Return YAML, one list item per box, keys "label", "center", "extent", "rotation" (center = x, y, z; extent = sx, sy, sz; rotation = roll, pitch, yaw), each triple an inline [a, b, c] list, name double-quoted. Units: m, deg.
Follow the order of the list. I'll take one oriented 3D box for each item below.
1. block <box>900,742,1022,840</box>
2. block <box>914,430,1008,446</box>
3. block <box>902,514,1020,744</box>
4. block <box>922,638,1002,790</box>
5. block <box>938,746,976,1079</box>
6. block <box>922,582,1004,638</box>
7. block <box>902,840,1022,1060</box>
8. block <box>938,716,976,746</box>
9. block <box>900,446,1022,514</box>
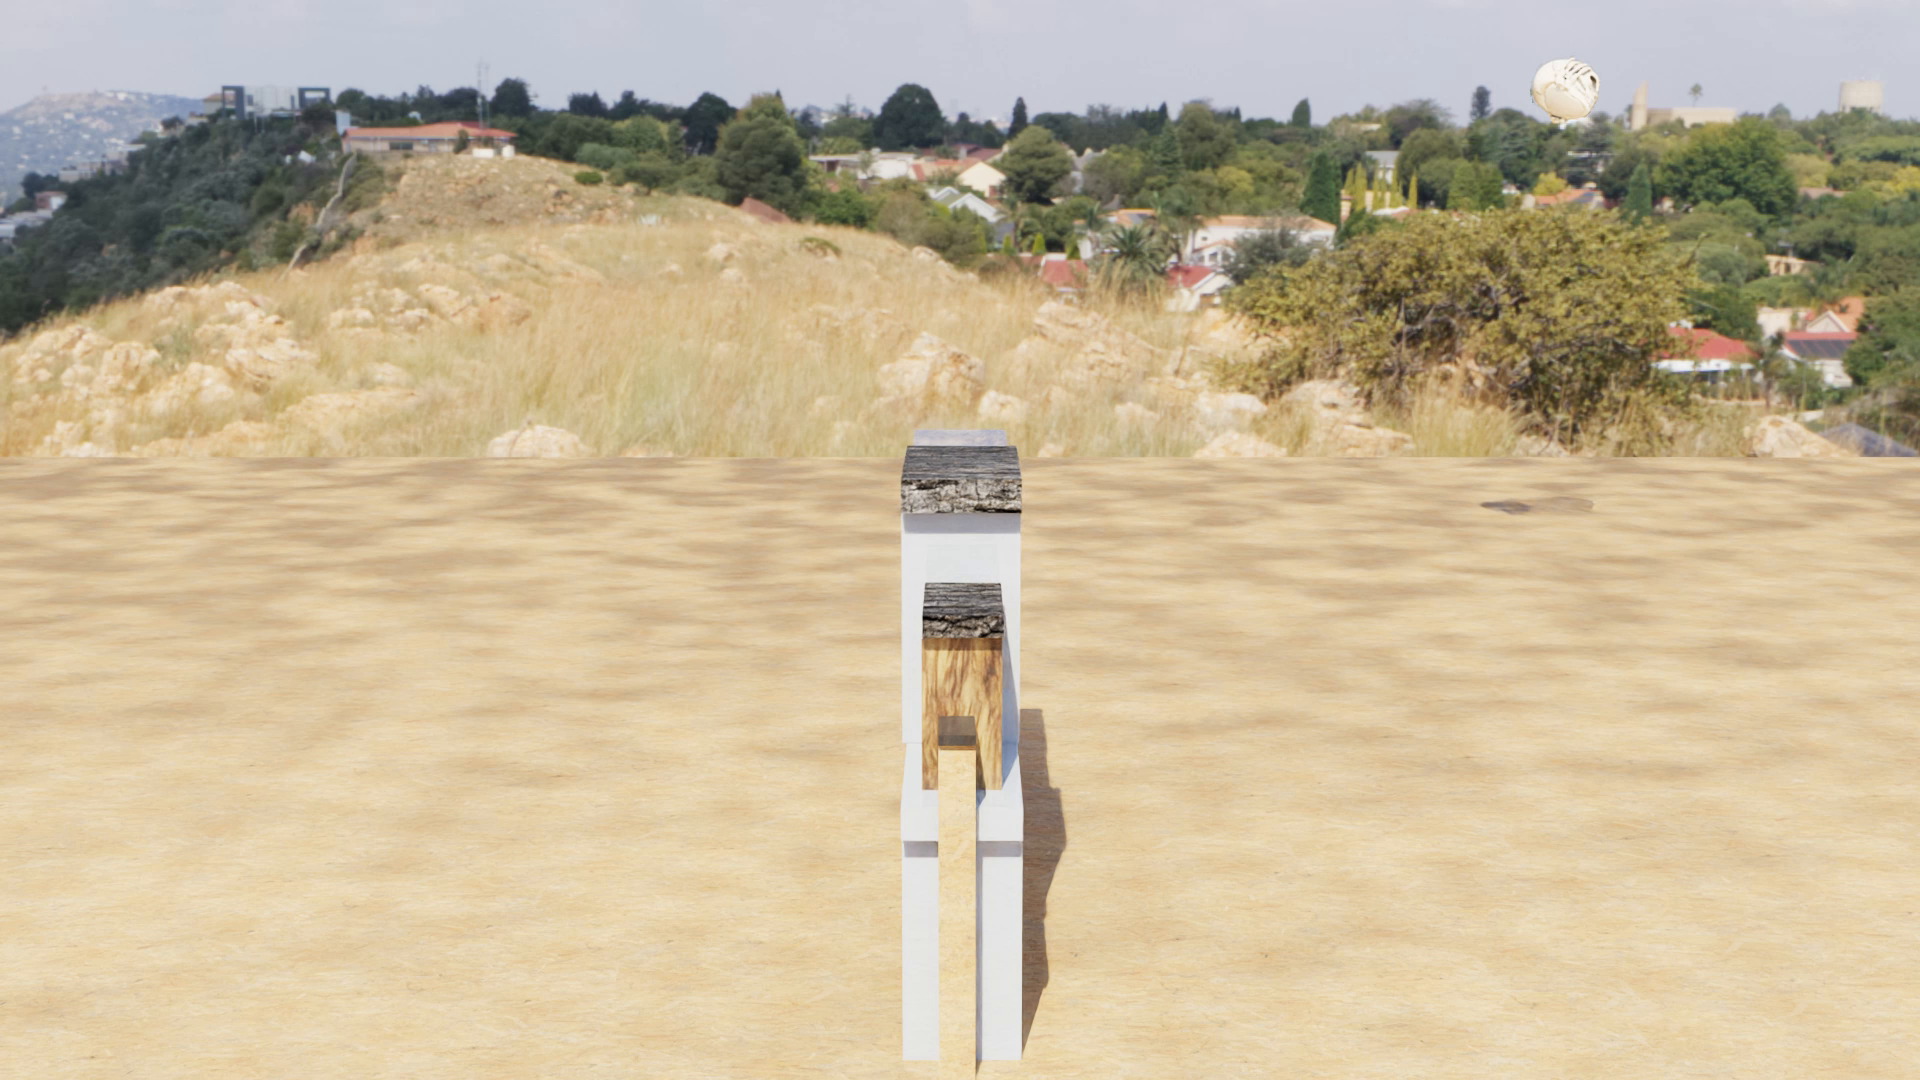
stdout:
- label: "block"
  center: [0.003, 0.347, 3.076]
  extent: [0.162, 0.046, 0.324]
  rotation: [0, 11, 0]
- label: "block"
  center: [0.000, -0.152, 3.942]
  extent: [0.167, 0.047, 0.334]
  rotation: [0, 11, 0]
- label: "block"
  center: [0.002, 0.122, 3.212]
  extent: [0.171, 0.347, 0.049]
  rotation: [0, 10, 1]
- label: "block"
  center: [0.002, 0.231, 2.985]
  extent: [0.108, 0.217, 0.031]
  rotation: [0, 11, 0]
- label: "block"
  center: [-0.004, 0.494, 2.909]
  extent: [0.049, 0.467, 0.014]
  rotation: [0, 11, 0]
- label: "block"
  center: [0.004, 0.096, 3.033]
  extent: [0.108, 0.031, 0.217]
  rotation: [0, 11, 0]
- label: "block"
  center: [0.003, 0.549, 3.004]
  extent: [0.162, 0.324, 0.046]
  rotation: [0, 11, 0]
- label: "block"
  center: [-0.004, 0.251, 2.897]
  extent: [0.049, 0.014, 0.097]
  rotation: [0, 11, 0]
- label: "block"
  center: [0.002, -0.093, 3.288]
  extent: [0.171, 0.049, 0.343]
  rotation: [0, 11, 0]
